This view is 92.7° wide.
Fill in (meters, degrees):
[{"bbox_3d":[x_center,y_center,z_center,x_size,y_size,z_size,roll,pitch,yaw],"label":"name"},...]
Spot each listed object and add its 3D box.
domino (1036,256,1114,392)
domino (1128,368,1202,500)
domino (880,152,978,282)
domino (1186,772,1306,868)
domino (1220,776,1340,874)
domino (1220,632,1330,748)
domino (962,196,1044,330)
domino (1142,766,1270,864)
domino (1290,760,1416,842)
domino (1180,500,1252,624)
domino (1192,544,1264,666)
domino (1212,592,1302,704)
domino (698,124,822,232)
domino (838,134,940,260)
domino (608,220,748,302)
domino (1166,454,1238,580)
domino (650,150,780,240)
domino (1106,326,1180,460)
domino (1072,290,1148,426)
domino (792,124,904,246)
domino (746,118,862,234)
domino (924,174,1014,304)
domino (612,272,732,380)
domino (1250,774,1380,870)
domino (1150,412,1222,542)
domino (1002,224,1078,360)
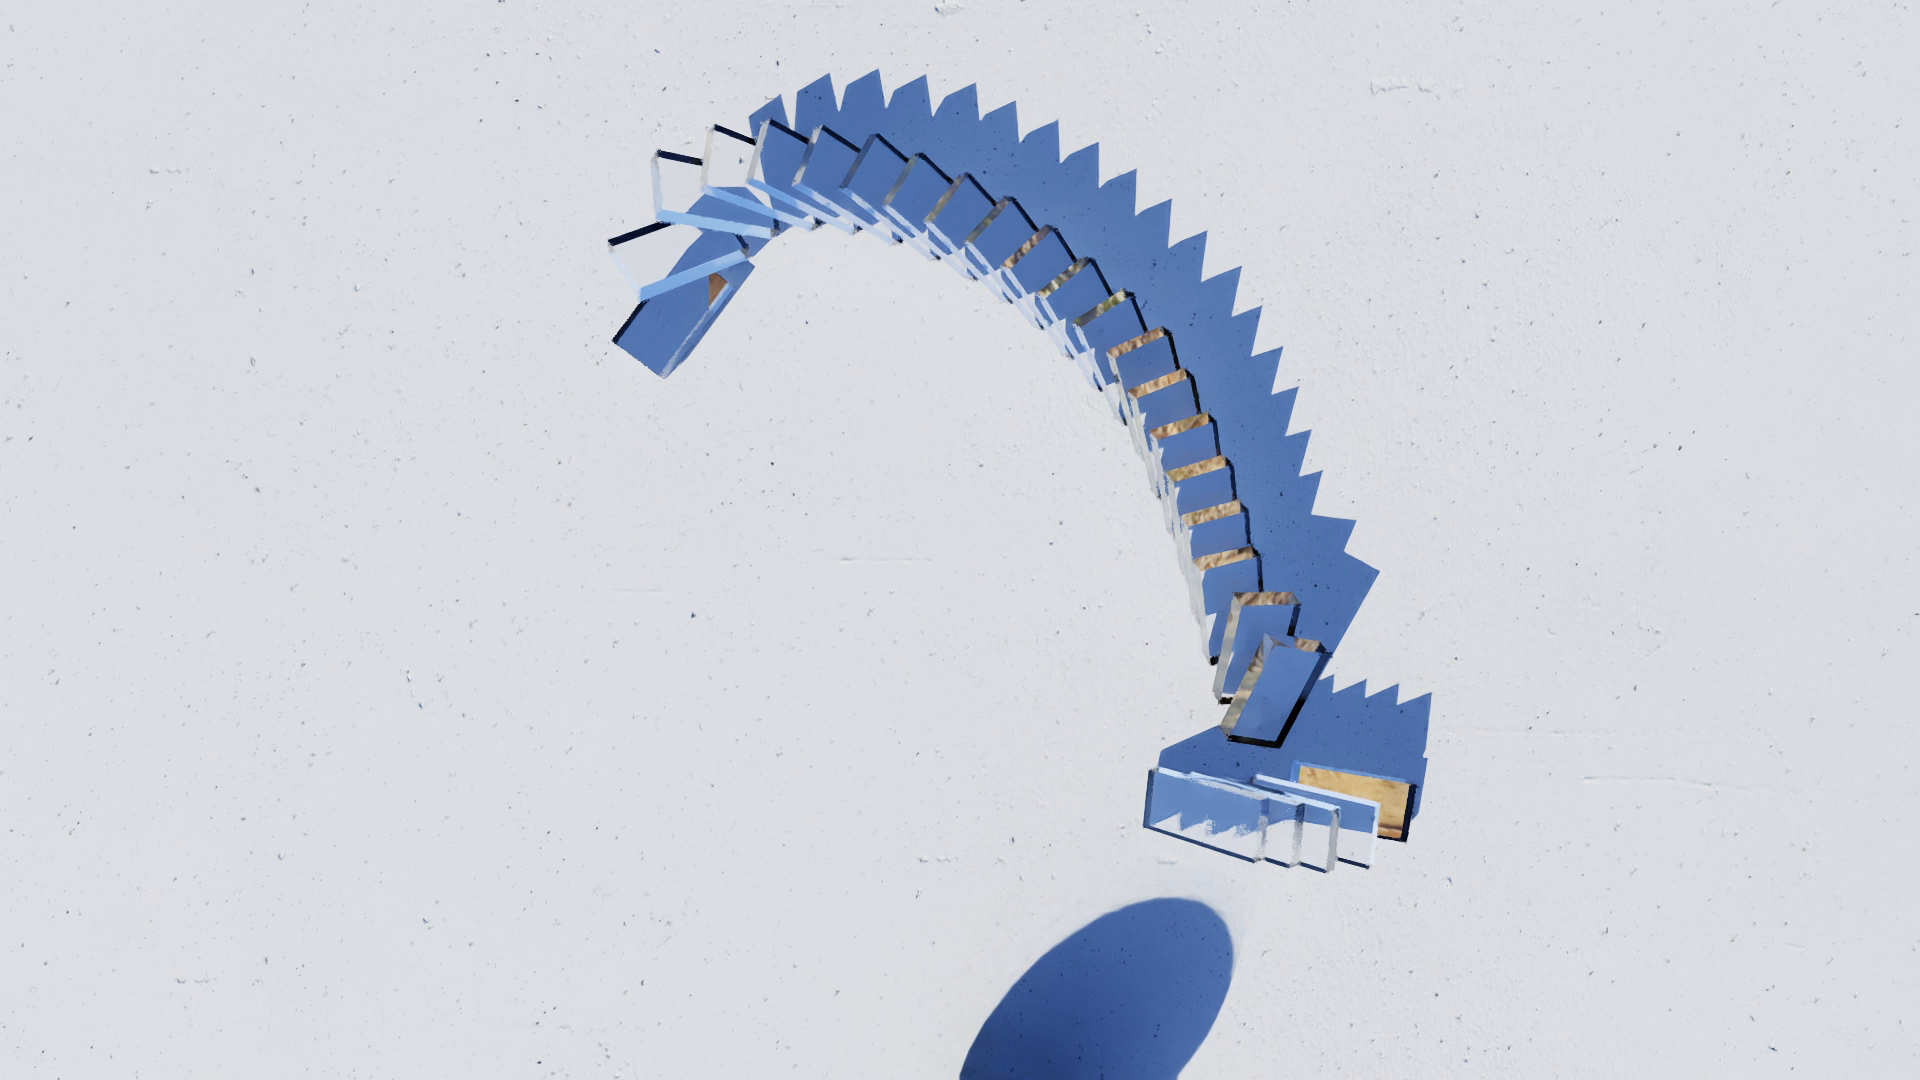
[{"bbox_3d":[0.055,-0.090,0.383,0.025,0.010,0.050,-38,122,0],"label":"domino"},{"bbox_3d":[0.089,-0.043,0.383,0.025,0.009,0.050,-22,122,-1],"label":"domino"},{"bbox_3d":[-0.006,-0.134,0.383,0.050,0.009,0.025,33,90,-32],"label":"domino"},{"bbox_3d":[0.115,0.115,0.380,0.050,0.010,0.025,6,90,42],"label":"domino"},{"bbox_3d":[0.129,0.117,0.380,0.050,0.010,0.025,6,90,42],"label":"domino"},{"bbox_3d":[0.131,0.063,0.382,0.025,0.009,0.050,11,117,-12],"label":"domino"},{"bbox_3d":[0.027,-0.115,0.383,0.025,0.010,0.050,-47,122,0],"label":"domino"},{"bbox_3d":[0.101,0.113,0.380,0.050,0.009,0.025,6,90,42],"label":"domino"},{"bbox_3d":[0.168,0.113,0.395,0.050,0.010,0.025,9,90,0],"label":"domino"},{"bbox_3d":[0.108,0.010,0.383,0.025,0.010,0.050,-15,121,0],"label":"domino"},{"bbox_3d":[0.113,0.028,0.383,0.025,0.010,0.050,-15,121,0],"label":"domino"},{"bbox_3d":[0.123,0.046,0.383,0.025,0.009,0.050,0,119,-6],"label":"domino"},{"bbox_3d":[-0.081,-0.150,0.381,0.050,0.009,0.025,9,86,-34],"label":"domino"},{"bbox_3d":[-0.023,-0.142,0.383,0.050,0.009,0.025,30,90,-33],"label":"domino"},{"bbox_3d":[-0.117,-0.121,0.384,0.050,0.009,0.025,-31,82,-25],"label":"domino"},{"bbox_3d":[0.103,-0.009,0.383,0.025,0.010,0.050,-16,122,0],"label":"domino"},{"bbox_3d":[-0.101,-0.143,0.380,0.050,0.010,0.025,-2,83,-36],"label":"domino"},{"bbox_3d":[0.080,-0.061,0.383,0.025,0.009,0.050,-24,122,-1],"label":"domino"},{"bbox_3d":[0.069,-0.076,0.383,0.025,0.009,0.050,-32,122,0],"label":"domino"},{"bbox_3d":[-0.042,-0.147,0.382,0.050,0.009,0.025,22,89,-33],"label":"domino"},{"bbox_3d":[-0.061,-0.150,0.382,0.050,0.009,0.025,17,88,-33],"label":"domino"},{"bbox_3d":[0.011,-0.125,0.383,0.050,0.009,0.025,38,90,-32],"label":"domino"},{"bbox_3d":[-0.124,-0.098,0.395,0.025,0.009,0.050,37,90,0],"label":"domino"},{"bbox_3d":[0.146,0.116,0.382,0.050,0.010,0.025,6,90,35],"label":"domino"},{"bbox_3d":[0.096,-0.026,0.383,0.025,0.009,0.050,-18,122,0],"label":"domino"},{"bbox_3d":[0.042,-0.103,0.383,0.025,0.009,0.050,-42,122,0],"label":"domino"}]
